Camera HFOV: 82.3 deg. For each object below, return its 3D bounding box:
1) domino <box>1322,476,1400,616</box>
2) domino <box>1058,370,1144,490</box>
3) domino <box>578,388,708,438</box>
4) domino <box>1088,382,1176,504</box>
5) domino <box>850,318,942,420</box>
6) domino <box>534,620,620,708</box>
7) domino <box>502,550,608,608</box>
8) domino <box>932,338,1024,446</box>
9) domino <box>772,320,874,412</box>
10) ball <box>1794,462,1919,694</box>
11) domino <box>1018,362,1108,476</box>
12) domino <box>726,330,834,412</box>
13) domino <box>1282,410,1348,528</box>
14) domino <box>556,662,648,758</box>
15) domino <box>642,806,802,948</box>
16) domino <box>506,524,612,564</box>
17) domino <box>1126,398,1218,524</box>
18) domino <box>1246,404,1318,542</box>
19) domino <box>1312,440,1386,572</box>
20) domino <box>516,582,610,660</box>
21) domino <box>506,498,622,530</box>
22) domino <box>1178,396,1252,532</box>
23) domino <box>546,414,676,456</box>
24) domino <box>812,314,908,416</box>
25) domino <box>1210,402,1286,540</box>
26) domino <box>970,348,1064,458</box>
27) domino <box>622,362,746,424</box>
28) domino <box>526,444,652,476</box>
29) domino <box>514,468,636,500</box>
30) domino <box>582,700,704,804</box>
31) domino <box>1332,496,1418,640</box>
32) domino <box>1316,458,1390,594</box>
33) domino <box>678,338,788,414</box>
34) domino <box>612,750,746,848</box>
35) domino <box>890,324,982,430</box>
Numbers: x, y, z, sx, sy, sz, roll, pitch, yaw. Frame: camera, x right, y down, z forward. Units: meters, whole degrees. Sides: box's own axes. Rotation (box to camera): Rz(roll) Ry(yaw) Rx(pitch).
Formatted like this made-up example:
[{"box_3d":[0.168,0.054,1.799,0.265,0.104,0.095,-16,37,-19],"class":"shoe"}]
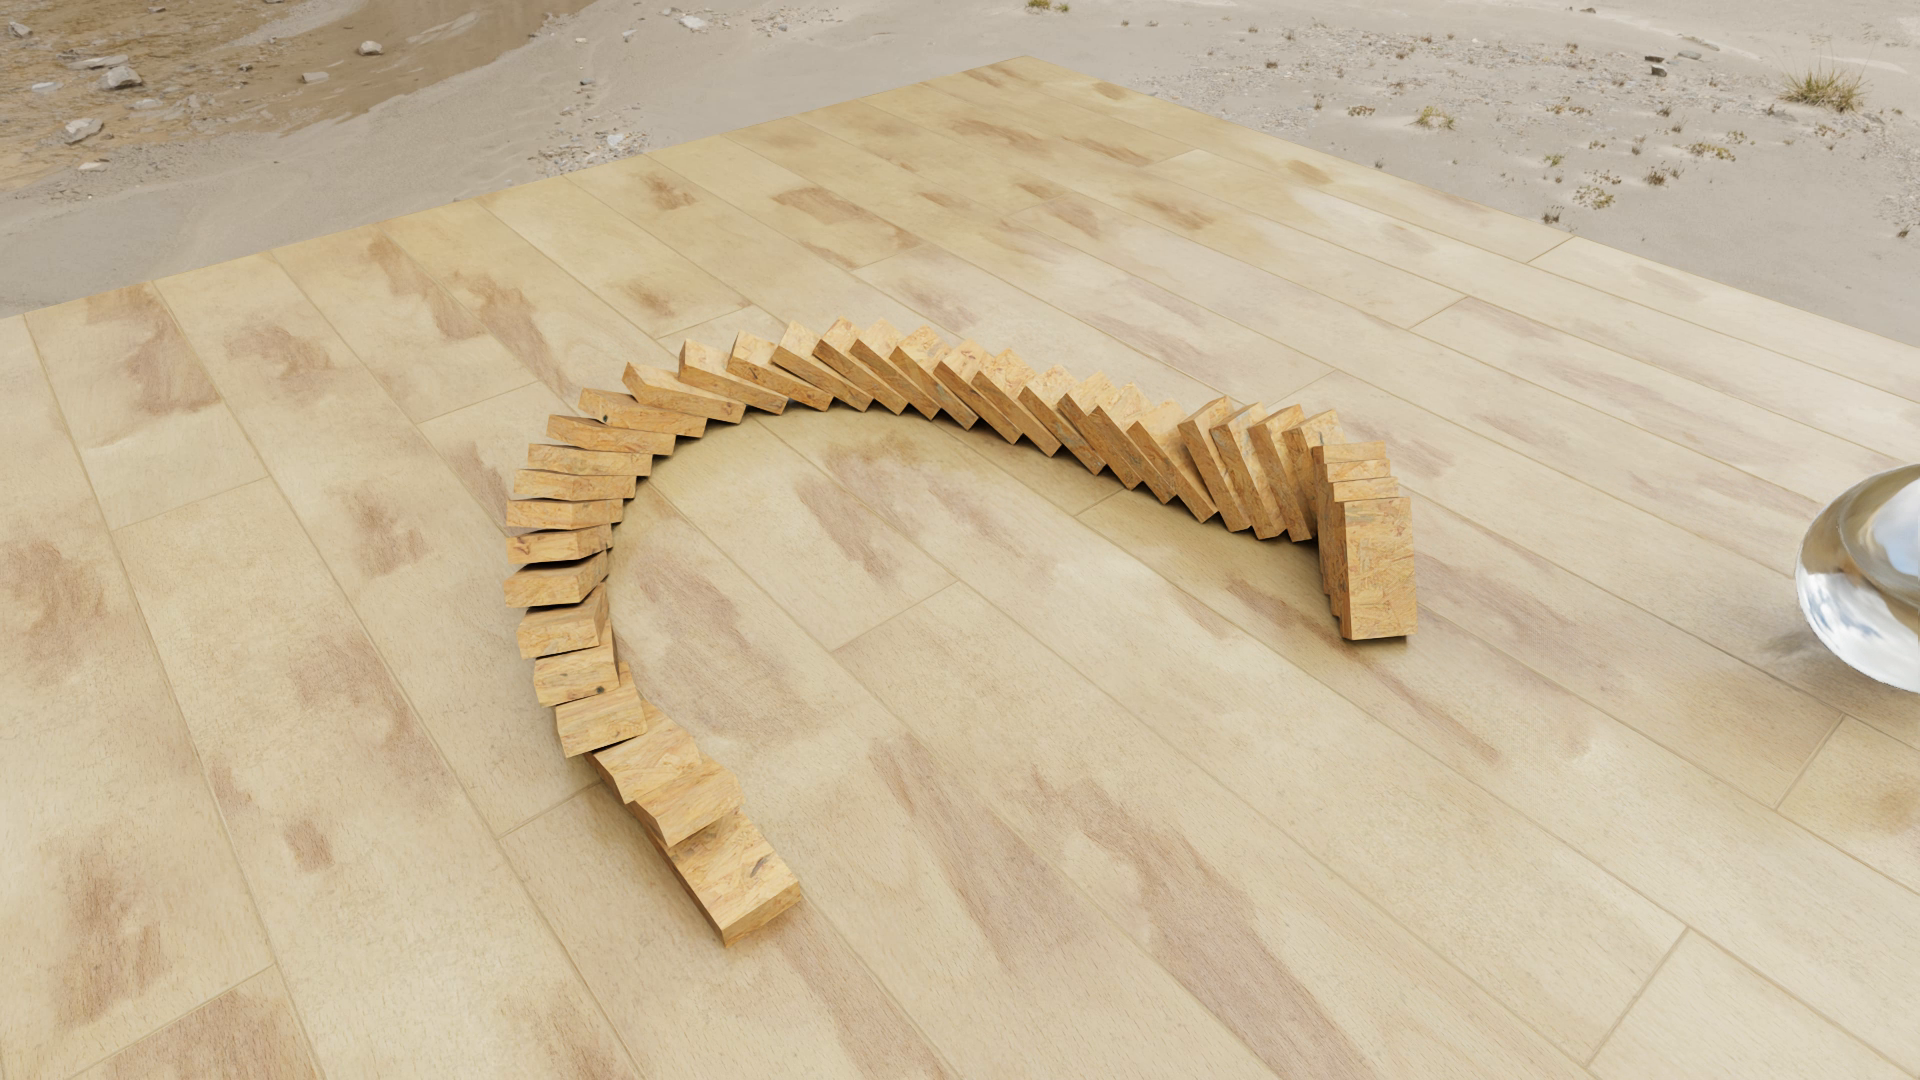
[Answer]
[{"box_3d":[0.151,0.002,0.412,0.025,0.050,0.009,-6,4,-6],"class":"domino"},{"box_3d":[0.068,-0.048,0.483,0.025,0.009,0.050,-36,83,-35],"class":"domino"},{"box_3d":[-0.141,-0.057,0.492,0.025,0.010,0.050,27,15,34],"class":"domino"},{"box_3d":[0.081,-0.042,0.474,0.025,0.010,0.050,-37,84,-36],"class":"domino"},{"box_3d":[-0.026,-0.082,0.522,0.050,0.009,0.025,40,42,-4],"class":"domino"},{"box_3d":[-0.131,0.041,0.377,0.025,0.009,0.050,-13,16,-16],"class":"domino"},{"box_3d":[-0.149,0.014,0.408,0.025,0.010,0.050,-5,11,-6],"class":"domino"},{"box_3d":[0.014,-0.069,0.510,0.050,0.009,0.025,42,49,3],"class":"domino"},{"box_3d":[-0.063,-0.083,0.526,0.050,0.010,0.025,29,38,-14],"class":"domino"},{"box_3d":[0.332,0.013,0.372,0.080,0.080,0.080,0,39,0],"class":"ball"},{"box_3d":[0.053,-0.054,0.493,0.050,0.010,0.025,46,53,9],"class":"domino"},{"box_3d":[-0.085,-0.081,0.525,0.050,0.010,0.025,21,36,-18],"class":"domino"},{"box_3d":[0.149,-0.025,0.444,0.025,0.050,0.009,-26,7,-36],"class":"domino"},{"box_3d":[-0.118,0.054,0.360,0.025,0.010,0.050,-16,15,-18],"class":"domino"},{"box_3d":[-0.072,0.094,0.328,0.025,0.009,0.050,-27,47,-29],"class":"domino"},{"box_3d":[-0.152,0.001,0.421,0.025,0.010,0.050,-4,5,-4],"class":"domino"},{"box_3d":[0.096,-0.034,0.465,0.025,0.009,0.050,-34,83,-35],"class":"domino"},{"box_3d":[0.137,-0.027,0.448,0.025,0.050,0.009,-28,8,-36],"class":"domino"},{"box_3d":[0.154,-0.013,0.430,0.025,0.050,0.010,-5,4,-6],"class":"domino"},{"box_3d":[-0.141,0.028,0.393,0.025,0.010,0.050,-10,15,-11],"class":"domino"},{"box_3d":[-0.156,-0.011,0.436,0.025,0.010,0.050,3,5,4],"class":"domino"},{"box_3d":[0.111,-0.031,0.454,0.025,0.050,0.010,-34,11,-35],"class":"domino"},{"box_3d":[-0.150,-0.045,0.477,0.025,0.009,0.050,17,9,26],"class":"domino"},{"box_3d":[-0.043,-0.084,0.525,0.050,0.010,0.025,36,41,-8],"class":"domino"},{"box_3d":[0.123,-0.029,0.450,0.025,0.050,0.010,-32,10,-35],"class":"domino"},{"box_3d":[0.032,-0.063,0.502,0.050,0.010,0.025,44,50,4],"class":"domino"},{"box_3d":[-0.127,-0.068,0.507,0.050,0.009,0.025,8,26,-41],"class":"domino"},{"box_3d":[-0.154,-0.034,0.462,0.025,0.010,0.050,9,5,16],"class":"domino"},{"box_3d":[-0.156,-0.023,0.450,0.025,0.009,0.050,7,5,11],"class":"domino"},{"box_3d":[-0.102,0.065,0.346,0.025,0.010,0.050,-26,18,-27],"class":"domino"},{"box_3d":[0.152,0.010,0.402,0.025,0.050,0.009,-5,3,-6],"class":"domino"},{"box_3d":[0.152,-0.005,0.421,0.025,0.050,0.009,-5,4,-6],"class":"domino"},{"box_3d":[-0.107,-0.077,0.520,0.050,0.010,0.025,17,33,-24],"class":"domino"},{"box_3d":[-0.087,0.075,0.334,0.025,0.009,0.050,-27,19,-29],"class":"domino"},{"box_3d":[-0.007,-0.077,0.517,0.050,0.009,0.025,43,46,0],"class":"domino"}]
